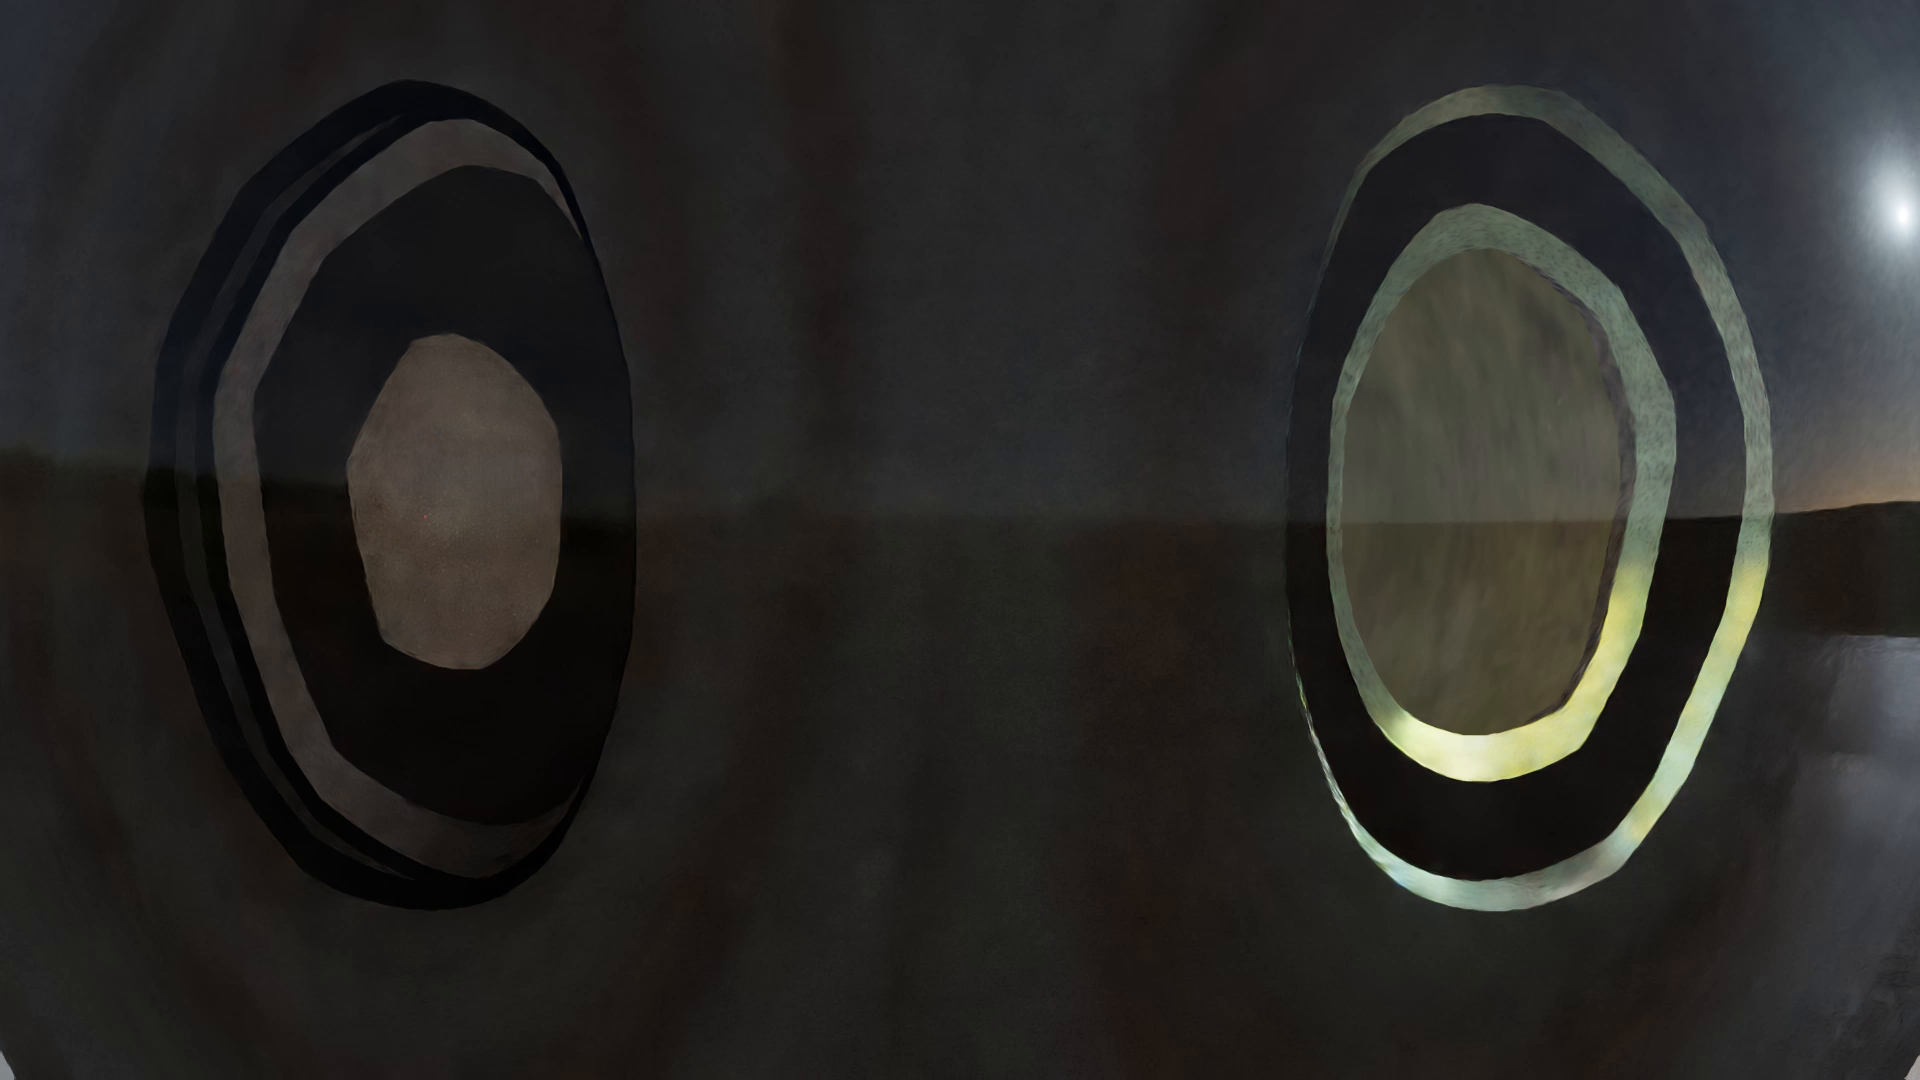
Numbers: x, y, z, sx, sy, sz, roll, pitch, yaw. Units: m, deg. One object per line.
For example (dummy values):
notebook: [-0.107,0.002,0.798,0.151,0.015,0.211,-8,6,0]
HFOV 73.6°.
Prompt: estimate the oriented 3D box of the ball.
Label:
ball: [0.000,-0.002,0.056,0.080,0.080,0.080,0,4,0]

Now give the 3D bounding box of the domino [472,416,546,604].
domino: [-0.123,-0.009,0.351,0.009,0.050,0.025,0,4,1]

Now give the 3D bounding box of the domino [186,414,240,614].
domino: [-0.193,-0.007,0.331,0.010,0.050,0.025,-3,5,-32]

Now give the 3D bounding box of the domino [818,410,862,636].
domino: [-0.019,-0.005,0.295,0.025,0.050,0.009,-3,5,-34]

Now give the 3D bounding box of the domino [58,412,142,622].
domino: [-0.212,-0.006,0.316,0.025,0.050,0.009,4,6,43]

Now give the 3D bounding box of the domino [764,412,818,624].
domino: [-0.035,-0.006,0.313,0.025,0.050,0.009,-4,6,-45]

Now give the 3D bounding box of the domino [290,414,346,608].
domino: [-0.171,-0.008,0.342,0.010,0.050,0.025,-2,5,-21]

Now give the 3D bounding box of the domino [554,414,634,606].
domino: [-0.099,-0.009,0.348,0.009,0.050,0.025,1,4,12]

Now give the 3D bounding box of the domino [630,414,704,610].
domino: [-0.075,-0.008,0.341,0.009,0.050,0.025,2,5,23]

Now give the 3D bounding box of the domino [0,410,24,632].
domino: [-0.228,-0.005,0.297,0.025,0.050,0.010,3,6,39]

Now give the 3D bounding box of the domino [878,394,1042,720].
domino: [0.000,0.002,0.201,0.025,0.050,0.009,0,4,0]

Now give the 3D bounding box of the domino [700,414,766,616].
domino: [-0.054,-0.007,0.329,0.010,0.050,0.025,3,5,34]

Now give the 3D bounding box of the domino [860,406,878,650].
domino: [-0.008,-0.003,0.273,0.025,0.050,0.010,-2,5,-23]

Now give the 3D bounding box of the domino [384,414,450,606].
domino: [-0.147,-0.009,0.349,0.009,0.050,0.025,-1,4,-10]
